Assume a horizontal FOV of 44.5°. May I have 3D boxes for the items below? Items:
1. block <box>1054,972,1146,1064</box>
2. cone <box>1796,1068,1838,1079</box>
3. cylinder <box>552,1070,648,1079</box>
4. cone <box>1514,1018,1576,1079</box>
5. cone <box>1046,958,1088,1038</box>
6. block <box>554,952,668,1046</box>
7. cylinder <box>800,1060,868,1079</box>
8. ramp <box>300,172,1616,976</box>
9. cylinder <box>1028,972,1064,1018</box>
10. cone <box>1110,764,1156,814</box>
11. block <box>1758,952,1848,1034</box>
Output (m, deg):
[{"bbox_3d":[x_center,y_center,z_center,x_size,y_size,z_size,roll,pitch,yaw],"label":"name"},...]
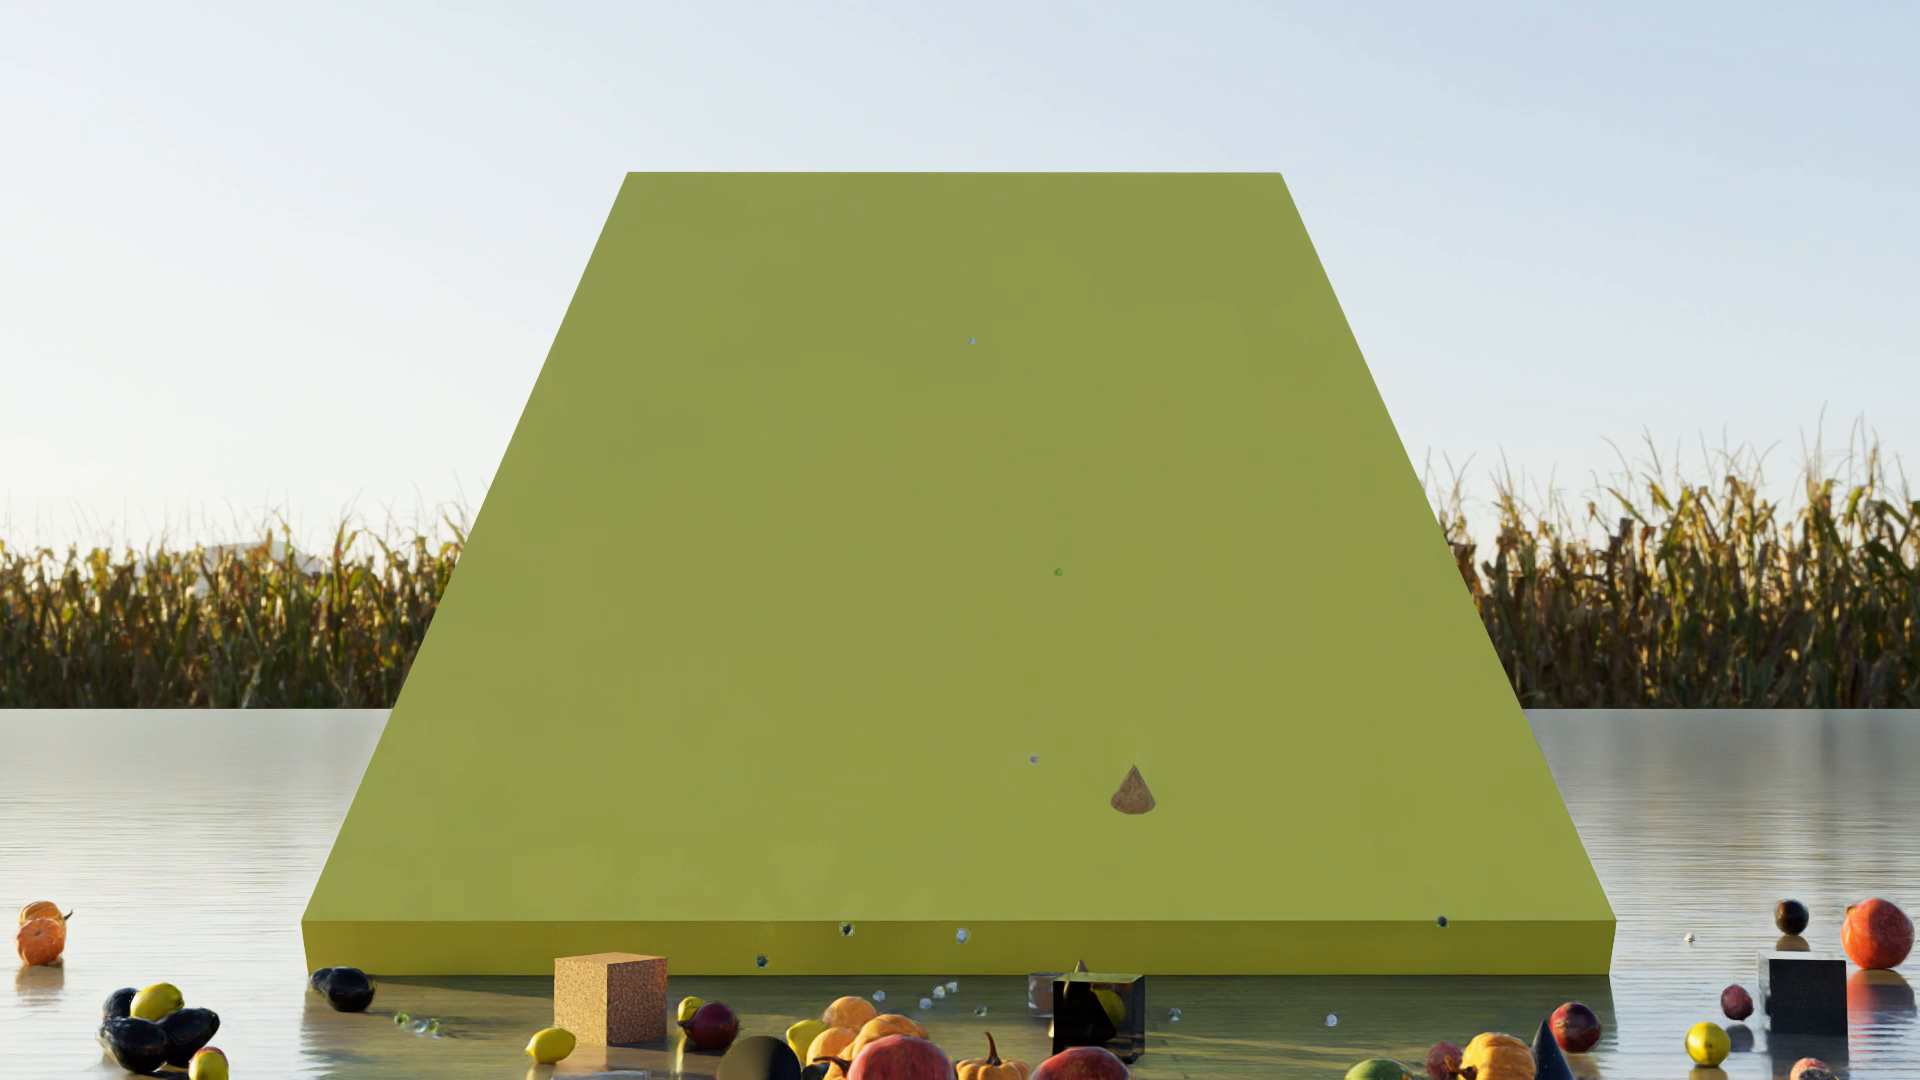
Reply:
[{"bbox_3d":[0.165,0.565,2.778,0.093,0.093,0.093,-1,-4,14],"label":"block"},{"bbox_3d":[0.836,0.566,2.327,0.065,0.065,0.065,2,-31,-23],"label":"cone"},{"bbox_3d":[-0.326,0.524,2.119,0.084,0.084,0.084,0,-4,-12],"label":"cylinder"},{"bbox_3d":[0.612,0.544,2.453,0.089,0.089,0.089,0,-4,0],"label":"cone"},{"bbox_3d":[0.153,0.568,2.936,0.094,0.094,0.094,-2,6,0],"label":"cone"},{"bbox_3d":[-0.437,0.573,2.934,0.099,0.099,0.099,-3,-5,41],"label":"block"},{"bbox_3d":[-0.128,0.559,2.390,0.052,0.052,0.052,3,-5,-39],"label":"cylinder"},{"bbox_3d":[-0.009,-0.229,5.393,2.000,0.100,4.000,0,25,0],"label":"ramp"},{"bbox_3d":[0.119,0.611,3.149,0.053,0.053,0.053,0,-4,0],"label":"cylinder"},{"bbox_3d":[0.286,0.399,3.856,0.075,0.075,0.075,0,25,0],"label":"cone"},{"bbox_3d":[1.083,0.581,3.014,0.093,0.093,0.093,-1,-4,11],"label":"block"}]
